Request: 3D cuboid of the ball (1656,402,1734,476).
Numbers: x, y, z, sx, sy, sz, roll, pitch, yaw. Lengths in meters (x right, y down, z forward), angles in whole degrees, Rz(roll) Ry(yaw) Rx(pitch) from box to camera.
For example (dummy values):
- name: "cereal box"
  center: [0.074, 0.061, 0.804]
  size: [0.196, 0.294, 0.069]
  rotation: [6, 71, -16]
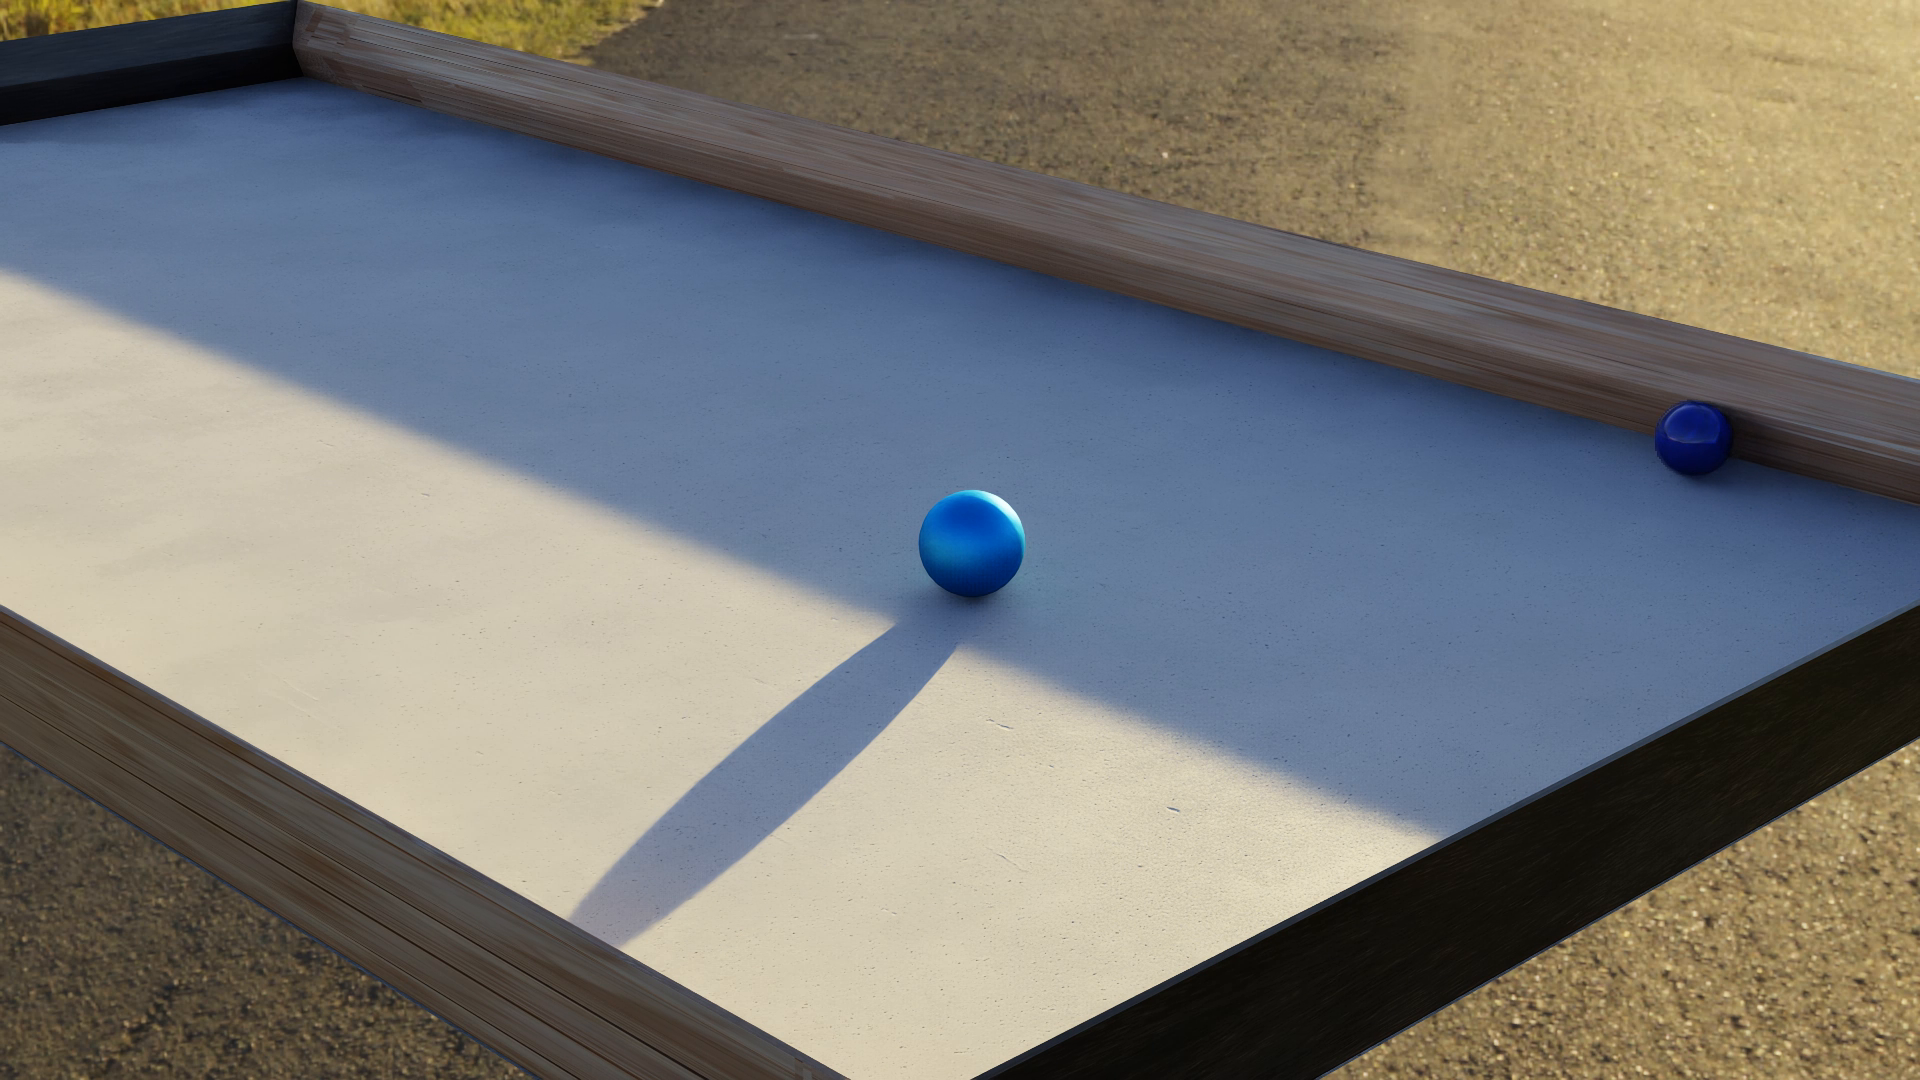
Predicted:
- name: "ball"
  center: [0.743, -0.102, 2.973]
  size: [0.075, 0.075, 0.075]
  rotation: [0, 20, 0]

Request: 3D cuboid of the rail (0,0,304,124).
- name: "rail"
  center: [-1.650, -0.622, 4.290]
  size: [1.626, 0.126, 0.045]
  rotation: [-19, 27, -41]

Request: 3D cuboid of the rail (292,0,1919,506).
- name: "rail"
  center: [0.012, -0.419, 3.745]
  size: [0.045, 0.126, 3.195]
  rotation: [-19, 27, -41]

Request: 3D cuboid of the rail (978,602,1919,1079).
- name: "rail"
  center: [0.539, 0.169, 2.171]
  size: [1.626, 0.126, 0.045]
  rotation: [-19, 27, -41]

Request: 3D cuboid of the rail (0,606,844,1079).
- name: "rail"
  center: [-1.123, -0.034, 2.716]
  size: [0.045, 0.126, 3.195]
  rotation: [-19, 27, -41]

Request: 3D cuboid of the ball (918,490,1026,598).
- name: "ball"
  center: [0.011, 0.003, 2.660]
  size: [0.097, 0.097, 0.097]
  rotation: [0, 20, 0]
